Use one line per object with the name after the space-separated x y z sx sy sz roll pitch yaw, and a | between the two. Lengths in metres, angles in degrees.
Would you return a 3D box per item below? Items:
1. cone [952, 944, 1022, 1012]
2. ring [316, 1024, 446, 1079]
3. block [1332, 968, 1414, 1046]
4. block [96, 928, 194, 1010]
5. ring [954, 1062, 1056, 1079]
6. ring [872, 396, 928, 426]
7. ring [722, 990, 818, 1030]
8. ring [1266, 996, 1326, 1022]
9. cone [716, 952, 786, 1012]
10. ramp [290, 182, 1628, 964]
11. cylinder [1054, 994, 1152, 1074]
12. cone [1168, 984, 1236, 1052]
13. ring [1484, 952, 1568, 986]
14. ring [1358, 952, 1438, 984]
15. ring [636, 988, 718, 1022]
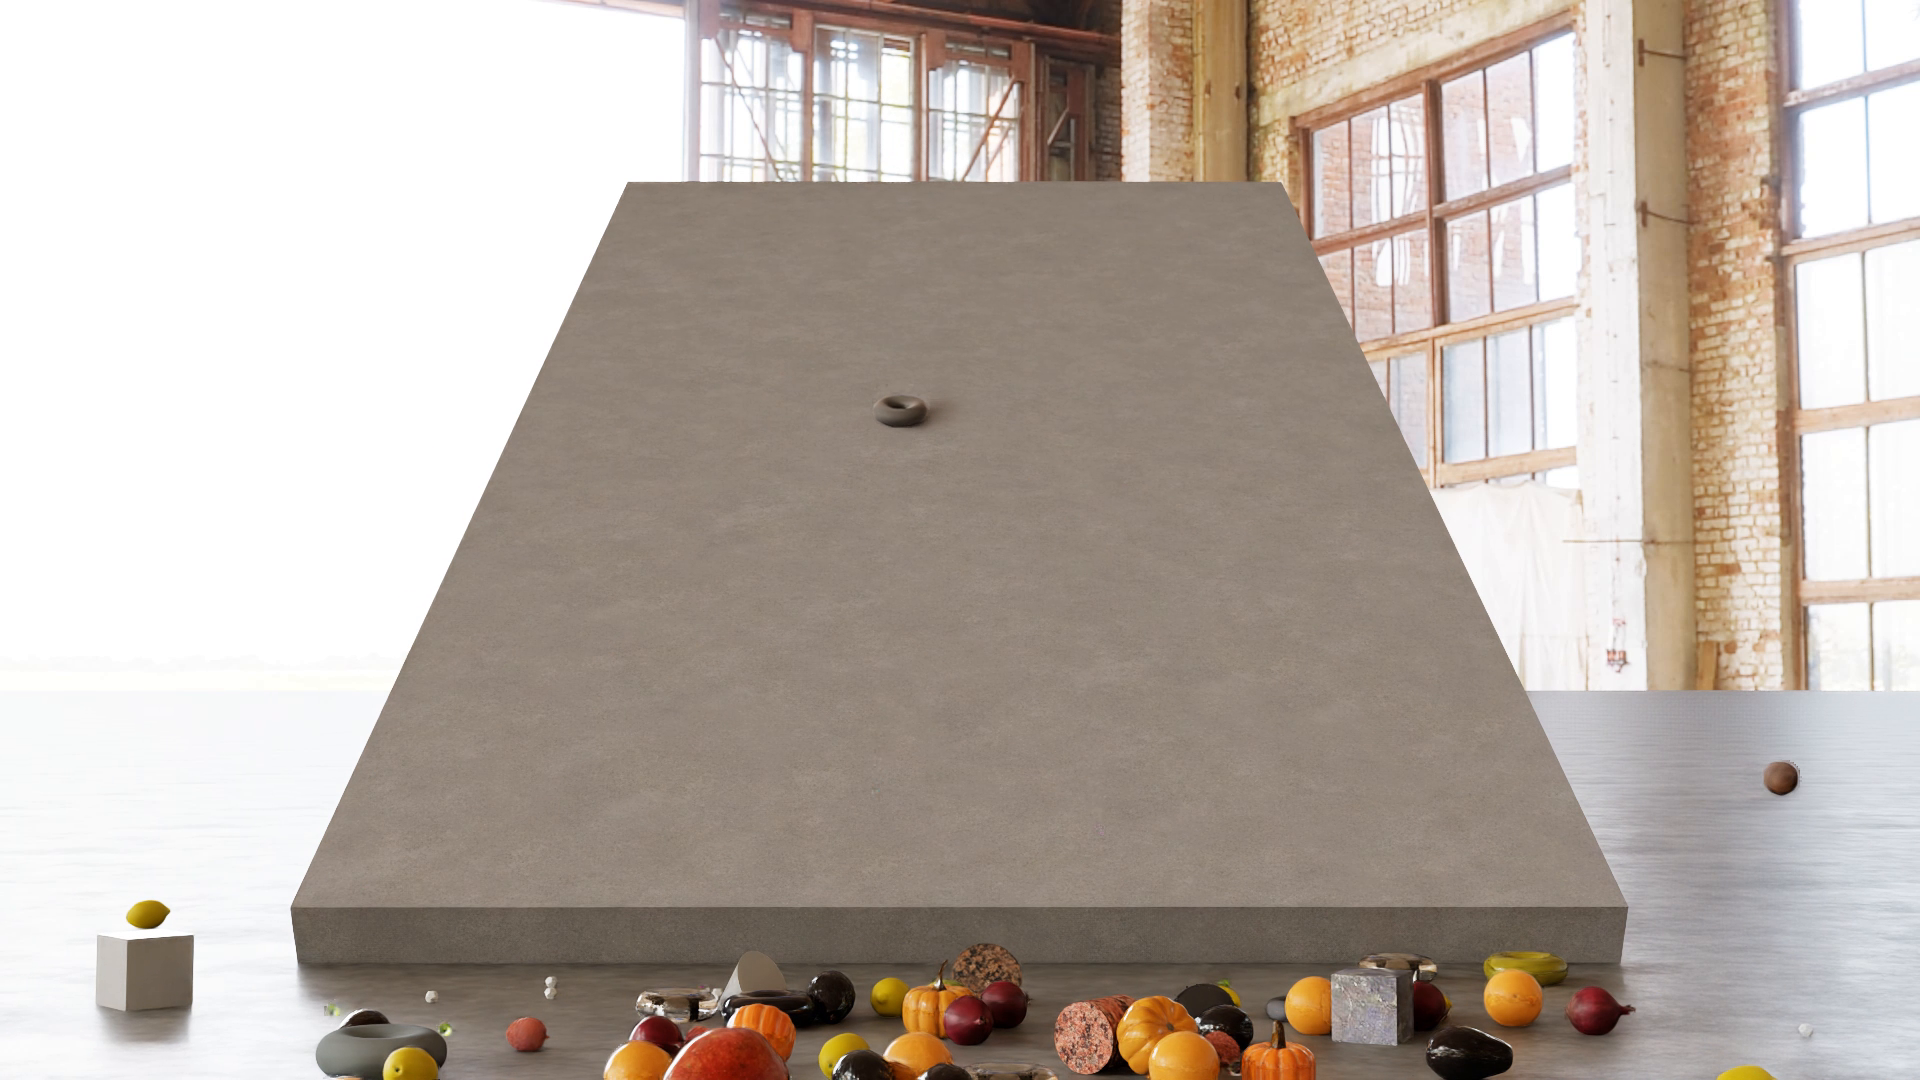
0.031 0.591 3.067 0.092 0.092 0.092 0 -30 -5 | cone
-0.626 0.555 2.523 0.139 0.046 0.139 1 -2 0 | ring
0.491 0.554 2.775 0.078 0.078 0.078 -2 -4 25 | block
-1.075 0.566 3.075 0.092 0.092 0.092 3 -5 -44 | block
0.046 0.550 2.350 0.108 0.036 0.108 0 -5 0 | ring
-0.136 -0.294 5.297 0.126 0.042 0.126 0 26 0 | ring
-0.235 0.580 2.881 0.119 0.040 0.119 -1 -4 0 | ring
0.423 0.591 2.936 0.077 0.026 0.077 -1 -2 0 | ring
-0.285 0.587 2.990 0.090 0.090 0.090 -33 -20 28 | cone
-0.008 -0.229 5.325 2.000 0.100 4.000 0 24 0 | ramp
0.157 0.541 2.555 0.077 0.077 0.077 -3 -4 37 | cylinder
0.294 0.571 2.718 0.083 0.083 0.083 -2 -30 24 | cone
0.800 0.606 3.297 0.117 0.039 0.117 -1 -2 0 | ring
0.621 0.608 3.307 0.111 0.037 0.111 1 -4 0 | ring
-0.357 0.586 2.939 0.104 0.035 0.104 2 -3 0 | ring
